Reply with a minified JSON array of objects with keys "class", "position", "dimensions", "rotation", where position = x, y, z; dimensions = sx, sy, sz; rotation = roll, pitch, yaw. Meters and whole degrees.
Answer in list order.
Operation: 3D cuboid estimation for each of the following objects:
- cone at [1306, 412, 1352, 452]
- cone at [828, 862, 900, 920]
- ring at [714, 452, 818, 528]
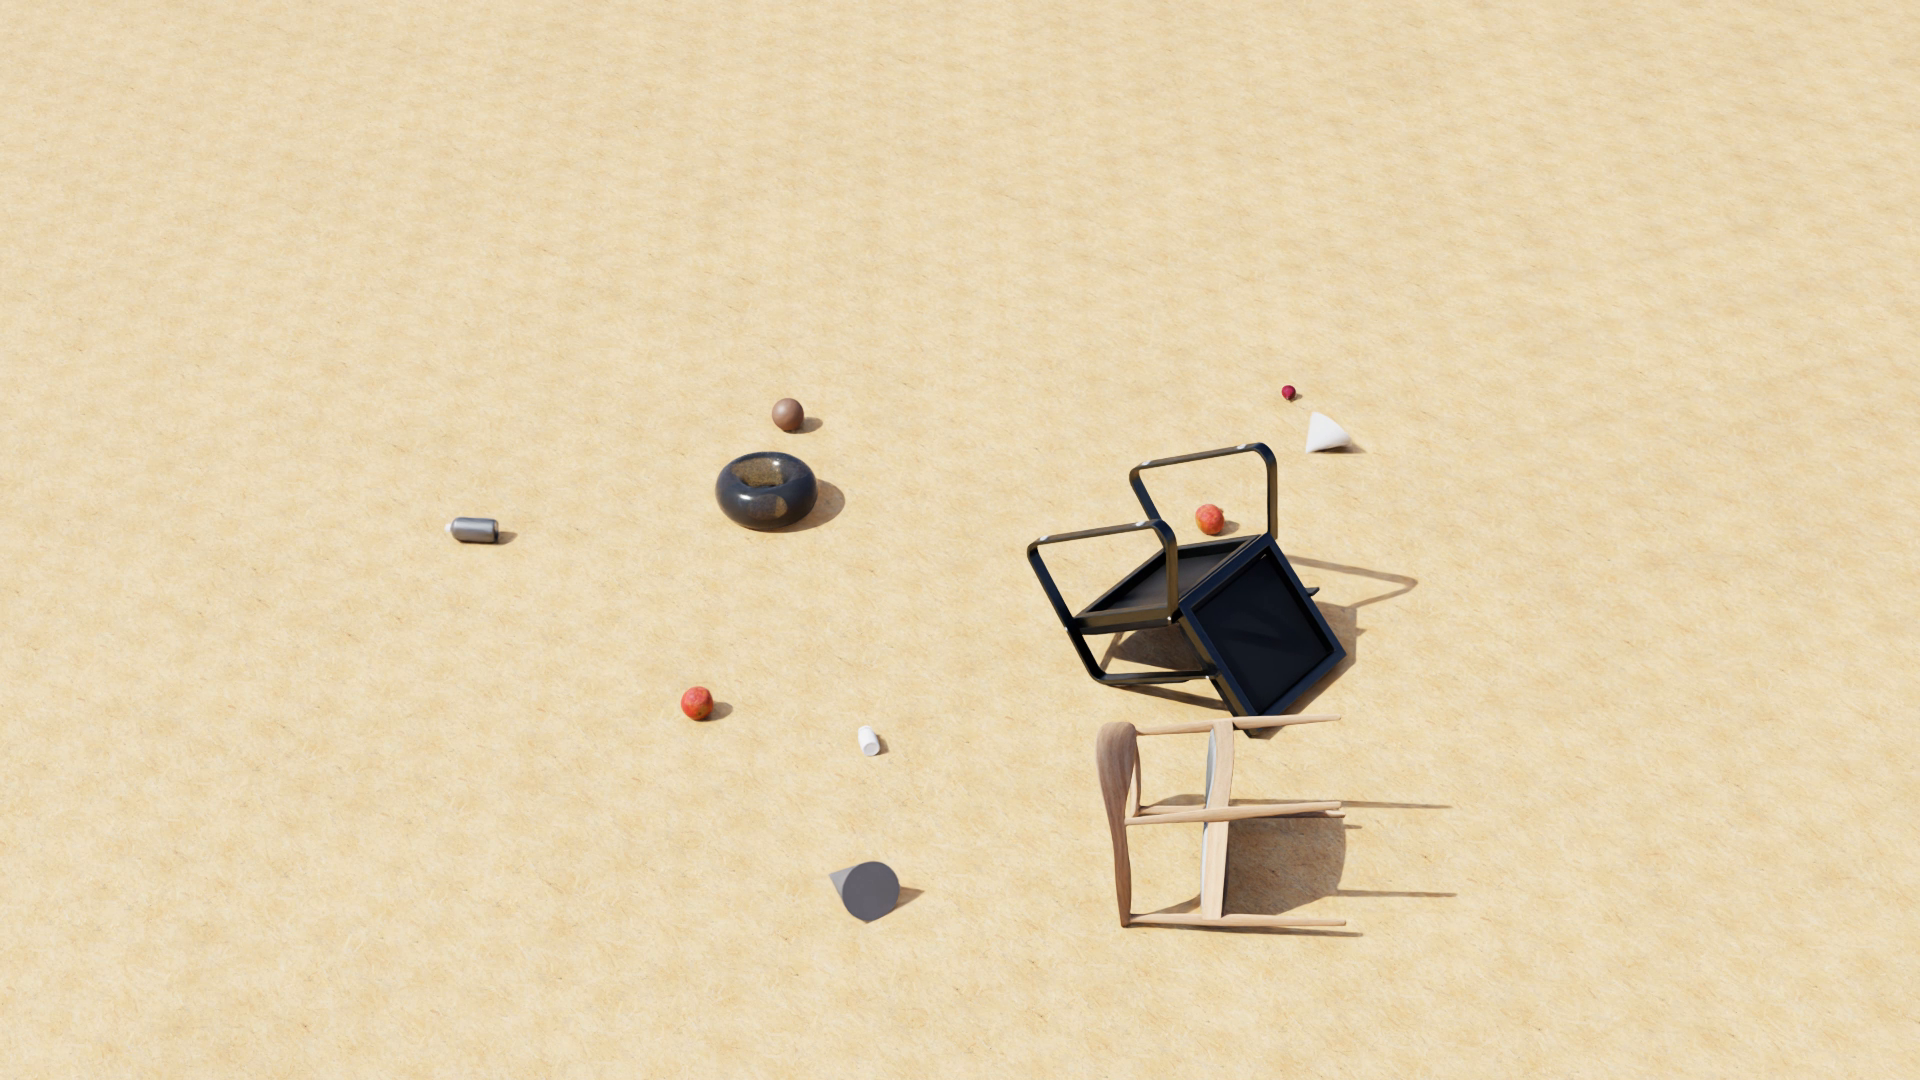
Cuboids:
[{"class":"cone","position":[1.402,-0.388,11.471],"dimensions":[0.147,0.151,0.245],"rotation":[-43,34,-9]},{"class":"cone","position":[-0.348,1.077,9.226],"dimensions":[0.214,0.188,0.256],"rotation":[15,-2,-35]},{"class":"ring","position":[-0.732,-0.190,11.085],"dimensions":[0.387,0.165,0.402],"rotation":[-25,39,-31]}]
